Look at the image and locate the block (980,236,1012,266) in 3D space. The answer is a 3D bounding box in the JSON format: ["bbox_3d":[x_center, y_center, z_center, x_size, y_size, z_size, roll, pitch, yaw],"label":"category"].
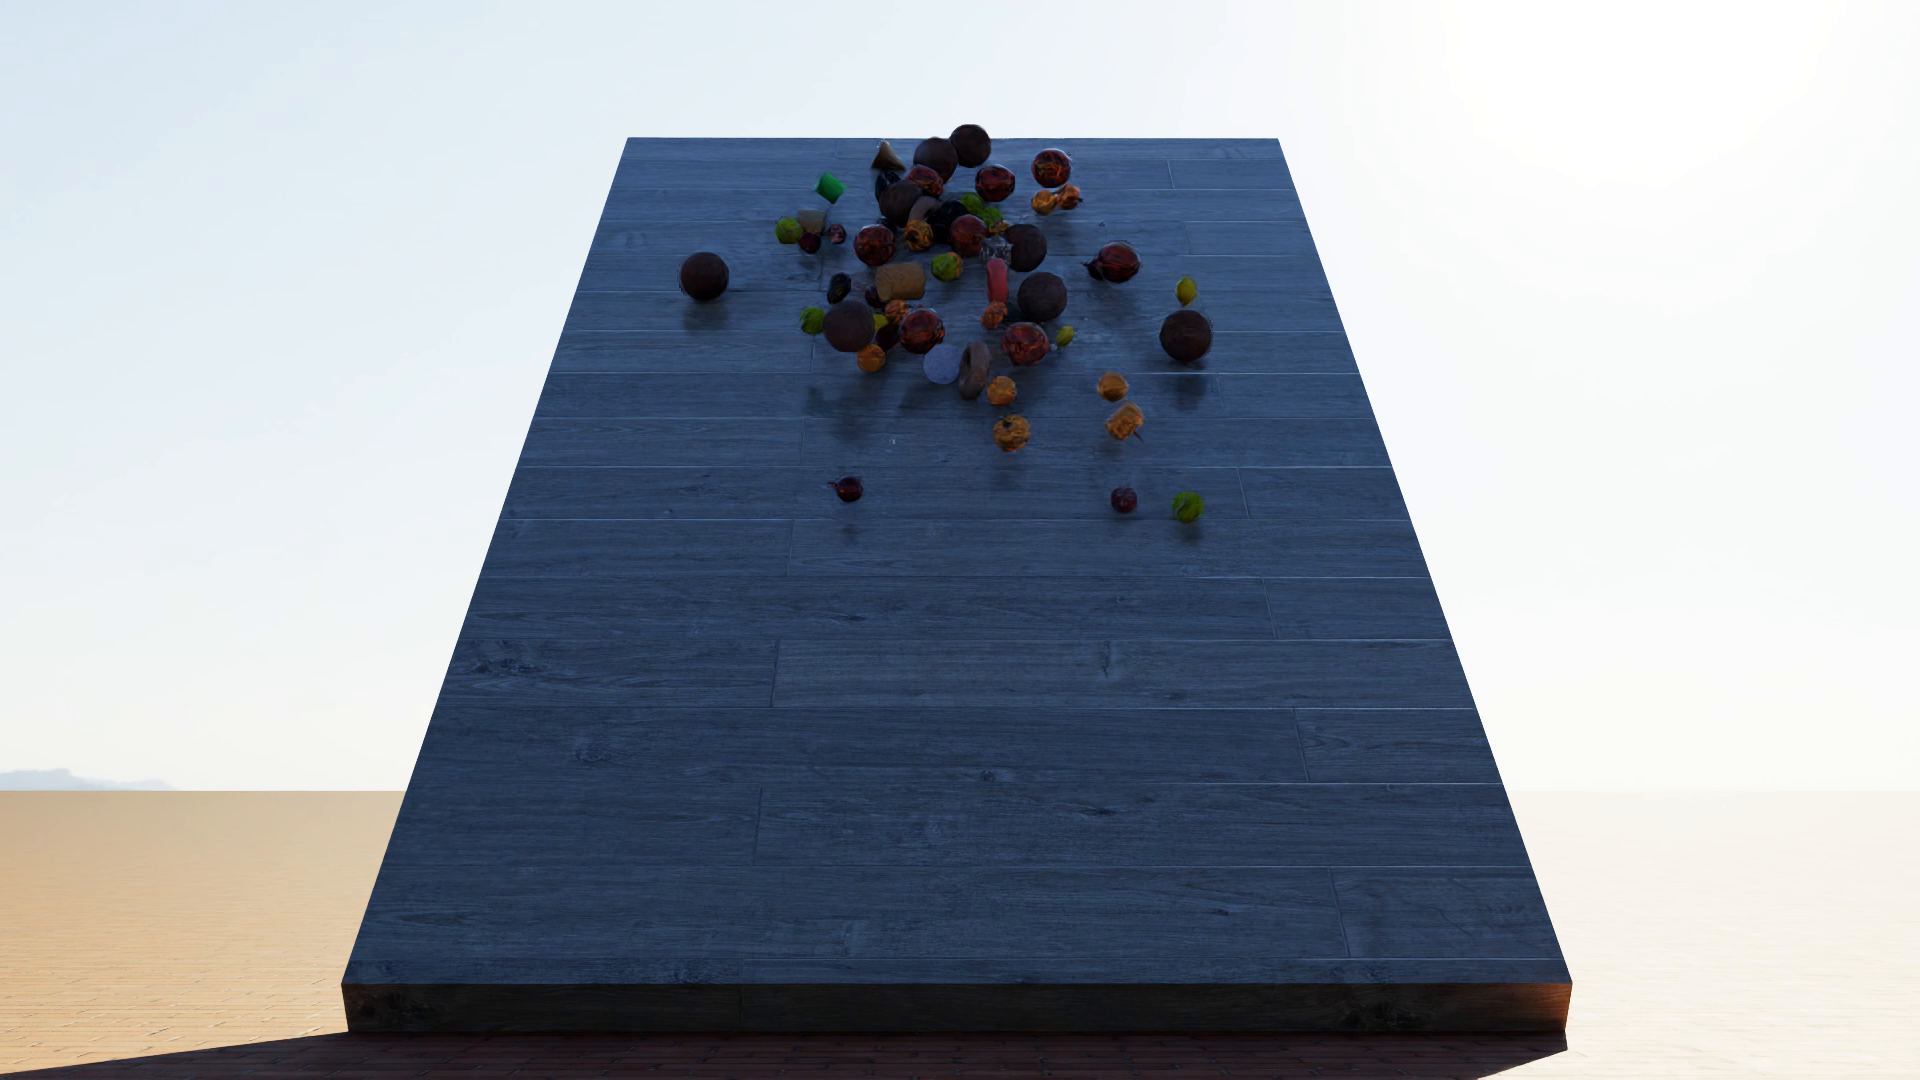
[{"bbox_3d":[0.093,-0.748,6.255,0.058,0.058,0.058,-18,42,-28],"label":"block"}]

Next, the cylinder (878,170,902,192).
[{"bbox_3d":[-0.201,-1.037,6.945,0.054,0.054,0.054,-1,-5,12],"label":"cylinder"}]

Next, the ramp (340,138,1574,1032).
[{"bbox_3d":[-0.012,-0.215,5.672,2.000,0.100,4.000,0,29,0],"label":"ramp"}]

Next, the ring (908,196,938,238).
[{"bbox_3d":[-0.103,-0.893,6.646,0.041,0.122,0.122,25,3,19],"label":"ring"}]

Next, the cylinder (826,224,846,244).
[{"bbox_3d":[-0.339,-0.839,6.602,0.052,0.052,0.052,0,1,3],"label":"cylinder"}]

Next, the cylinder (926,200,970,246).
[{"bbox_3d":[-0.033,-0.876,6.640,0.091,0.091,0.091,-6,30,44],"label":"cylinder"}]

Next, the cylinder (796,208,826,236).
[{"bbox_3d":[-0.412,-0.882,6.673,0.074,0.074,0.074,5,-6,1],"label":"cylinder"}]
